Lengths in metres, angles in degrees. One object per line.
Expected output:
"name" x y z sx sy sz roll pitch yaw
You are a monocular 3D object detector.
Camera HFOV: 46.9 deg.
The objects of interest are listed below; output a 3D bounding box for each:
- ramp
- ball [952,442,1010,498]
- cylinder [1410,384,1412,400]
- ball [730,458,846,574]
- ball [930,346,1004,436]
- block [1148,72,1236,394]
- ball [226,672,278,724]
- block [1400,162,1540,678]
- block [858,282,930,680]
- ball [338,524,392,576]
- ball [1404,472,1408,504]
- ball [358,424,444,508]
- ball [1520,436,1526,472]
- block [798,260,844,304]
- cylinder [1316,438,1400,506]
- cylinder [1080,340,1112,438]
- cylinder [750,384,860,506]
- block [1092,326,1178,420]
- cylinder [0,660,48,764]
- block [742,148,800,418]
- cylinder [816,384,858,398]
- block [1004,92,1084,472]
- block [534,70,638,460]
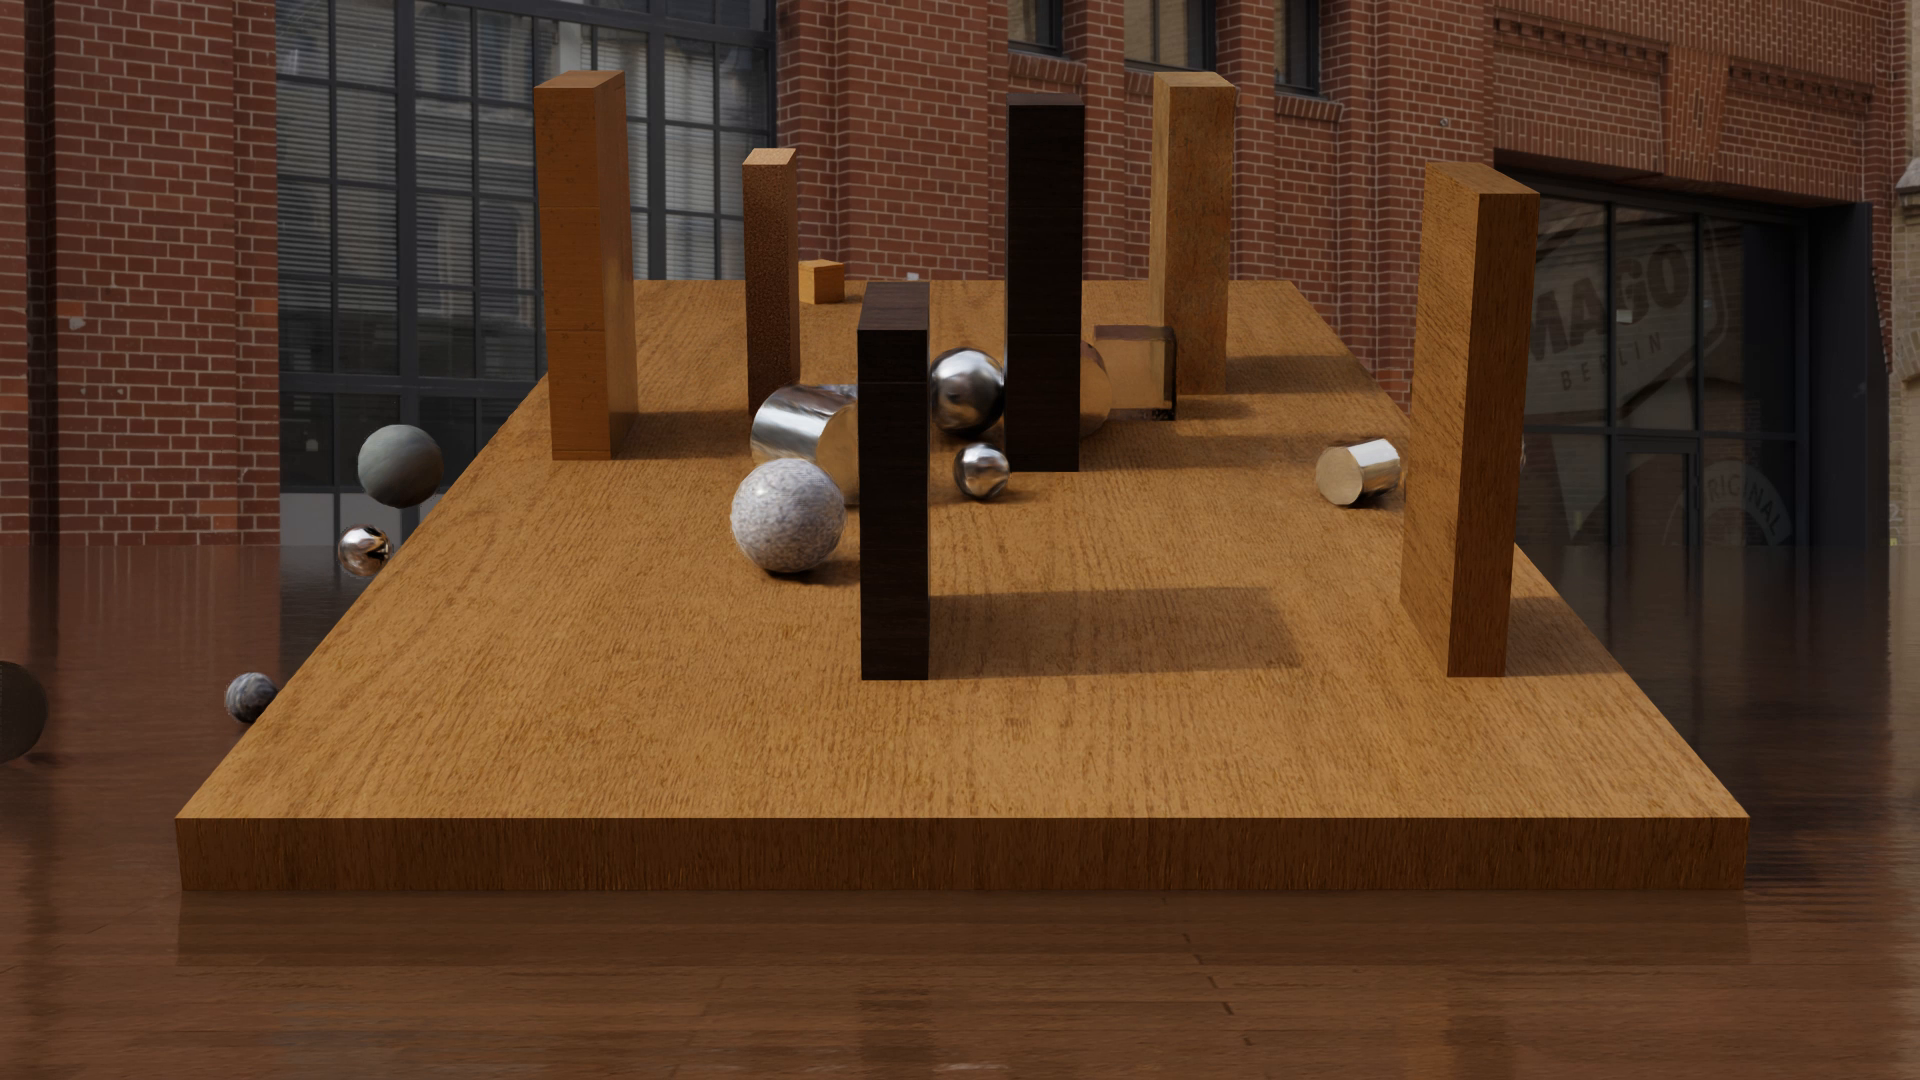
"ramp" -0.002 -0.166 4.741 2.000 0.100 4.000 0 16 0
"ball" 0.041 -0.135 4.264 0.111 0.111 0.111 0 0 0
"cylinder" 1.225 -0.379 5.554 0.153 0.153 0.153 0 9 27
"ball" -0.294 -0.042 3.795 0.197 0.197 0.197 0 0 0
"ball" 0.009 -0.317 4.739 0.192 0.192 0.192 0 0 0
"block" 0.542 -0.734 5.247 0.146 0.705 0.415 0 16 0
"ball" -1.724 0.385 5.397 0.124 0.124 0.124 0 0 0
"block" 0.771 -0.192 3.383 0.086 0.721 0.366 0 16 0
"block" -0.098 -0.102 3.412 0.099 0.529 0.402 0 16 0
"ball" -1.227 0.021 4.564 0.107 0.107 0.107 0 0 0
"ball" 0.889 -0.090 4.016 0.167 0.167 0.167 0 0 0
"ball" -1.162 -0.154 4.600 0.175 0.175 0.175 0 0 0
"ball" 1.098 -0.181 4.609 0.159 0.159 0.159 0 0 0
"block" -0.403 -0.736 6.309 0.105 0.105 0.105 -13 21 -37
"cylinder" 0.764 -0.132 4.250 0.115 0.115 0.115 -12 8 -39
"cylinder" 0.230 -0.329 4.786 0.189 0.189 0.189 0 16 1
"cylinder" -0.263 -0.186 4.277 0.202 0.202 0.202 0 12 -43
"block" 0.389 -0.376 4.961 0.179 0.179 0.179 0 16 1
"cylinder" -1.991 0.343 4.484 0.207 0.207 0.207 0 0 -42
"block" -0.422 -0.583 4.988 0.096 0.560 0.304 0 16 0
"cylinder" -0.237 -0.266 4.675 0.128 0.128 0.128 -1 0 -3
"block" 0.167 -0.525 4.492 0.146 0.730 0.262 0 16 0
"block" -0.779 -0.585 4.652 0.119 0.754 0.425 0 16 0
